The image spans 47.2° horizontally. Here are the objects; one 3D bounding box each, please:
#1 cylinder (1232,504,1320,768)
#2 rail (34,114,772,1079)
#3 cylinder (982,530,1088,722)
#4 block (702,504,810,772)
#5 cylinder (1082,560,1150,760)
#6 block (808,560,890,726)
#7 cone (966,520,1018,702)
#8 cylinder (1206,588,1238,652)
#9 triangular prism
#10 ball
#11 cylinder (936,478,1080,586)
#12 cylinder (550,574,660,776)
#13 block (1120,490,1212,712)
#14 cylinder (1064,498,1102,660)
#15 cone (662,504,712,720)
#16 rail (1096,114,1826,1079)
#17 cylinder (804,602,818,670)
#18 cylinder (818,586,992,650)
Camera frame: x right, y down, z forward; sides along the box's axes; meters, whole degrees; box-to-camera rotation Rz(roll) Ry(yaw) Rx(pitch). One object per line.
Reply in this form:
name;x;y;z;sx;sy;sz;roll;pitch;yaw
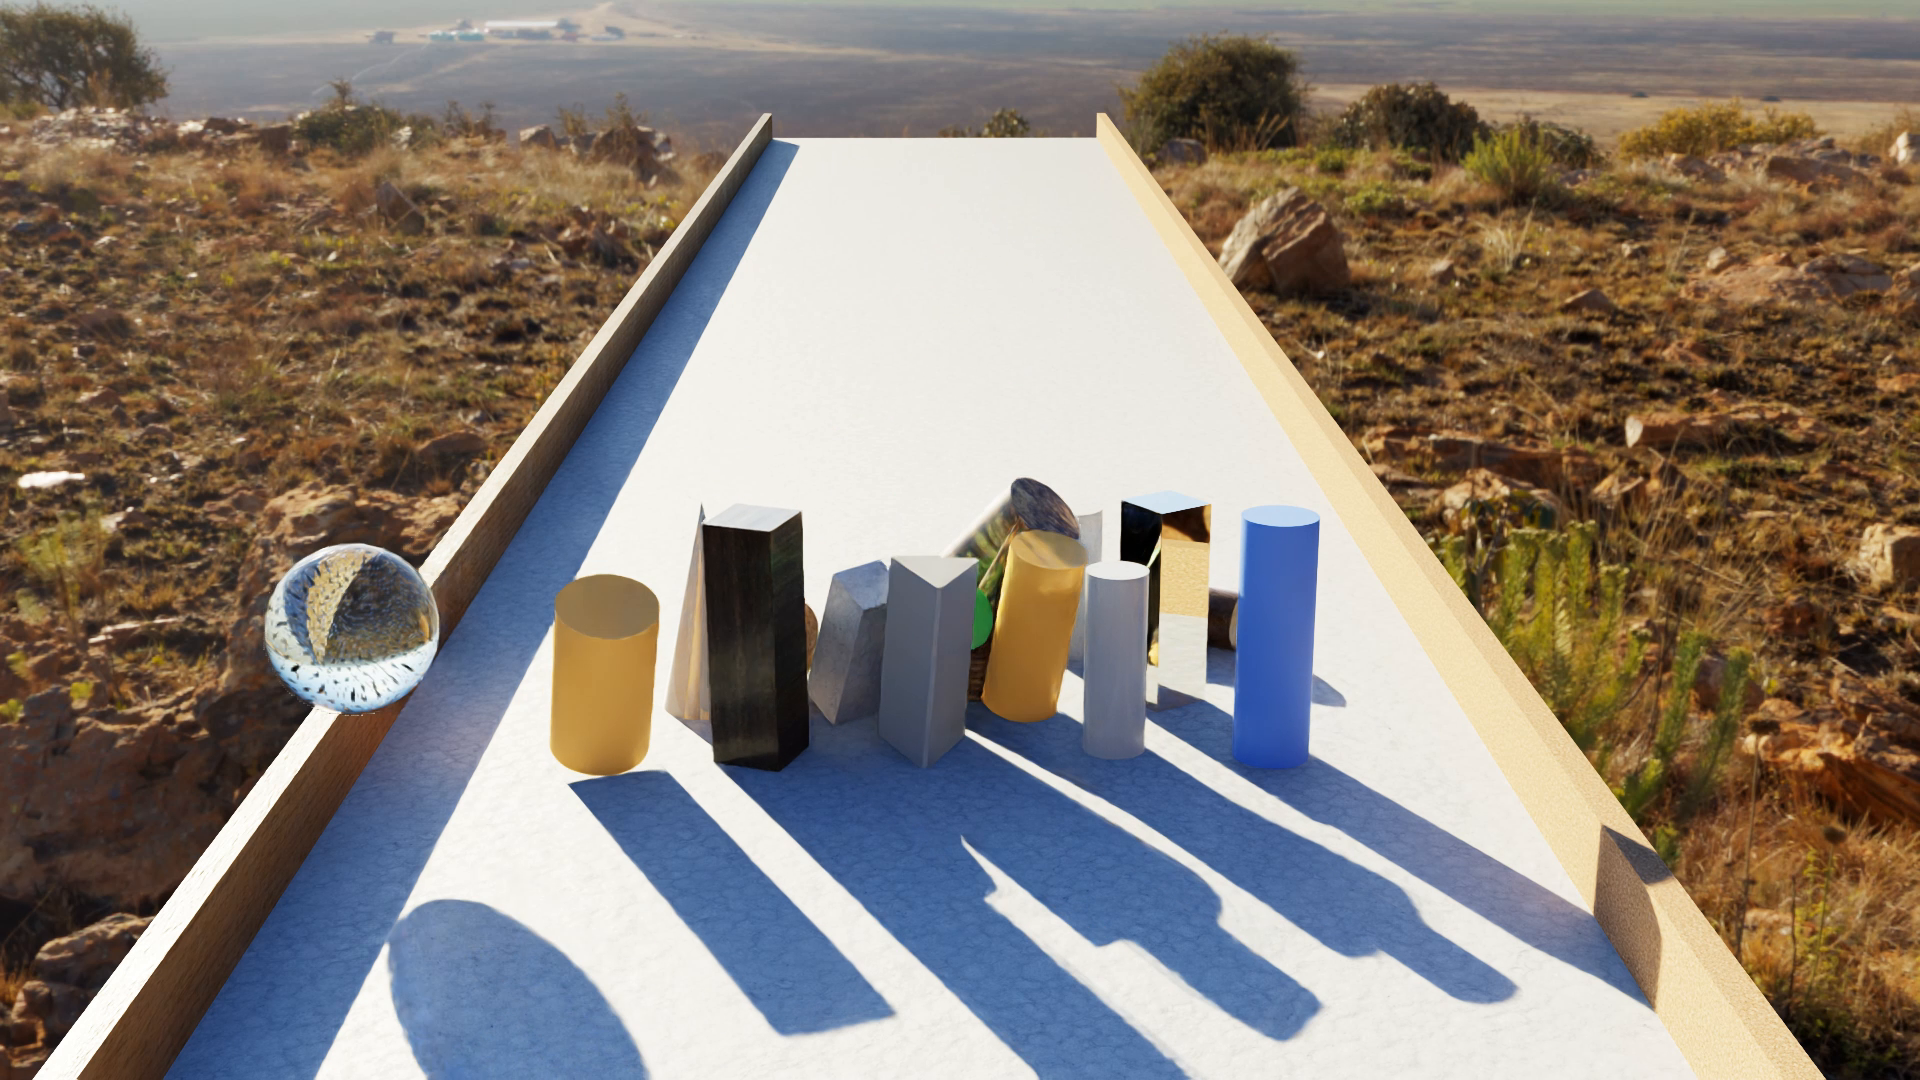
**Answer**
cylinder;0.555;0.171;3.873;0.136;0.445;0.136;0;17;0
rail;-1.118;-0.838;7.780;0.050;0.150;12.000;0;17;-1
cylinder;0.137;0.161;4.063;0.143;0.330;0.143;8;28;-4
block;-0.356;0.172;3.866;0.128;0.444;0.128;6;19;20
cylinder;0.277;0.214;3.918;0.112;0.336;0.112;0;17;0
block;-0.189;0.190;4.025;0.102;0.300;0.102;-17;50;-33
cone;0.061;0.111;4.124;0.143;0.391;0.143;11;36;-8
cylinder;0.406;0.139;4.548;0.383;0.120;0.120;10;19;29
triangular prism;-0.037;0.205;3.895;0.132;0.350;0.153;-11;27;-33
ball;-1.015;0.147;3.676;0.284;0.284;0.284;0;17;0
cylinder;0.035;0.071;4.259;0.167;0.416;0.167;29;36;-24
cylinder;-0.619;0.235;3.817;0.177;0.310;0.177;7;36;-5
block;0.385;0.115;4.158;0.119;0.389;0.119;-11;20;-33
cylinder;0.223;0.080;4.426;0.123;0.303;0.123;0;17;0
cone;-0.478;0.119;4.125;0.174;0.399;0.174;0;17;0
rail;0.932;-0.844;7.801;0.050;0.150;12.000;0;17;-1
cylinder;-0.332;0.192;4.121;0.124;0.124;0.325;-2;-11;-6
cylinder;-0.112;0.177;4.124;0.128;0.128;0.415;-13;-4;-37
